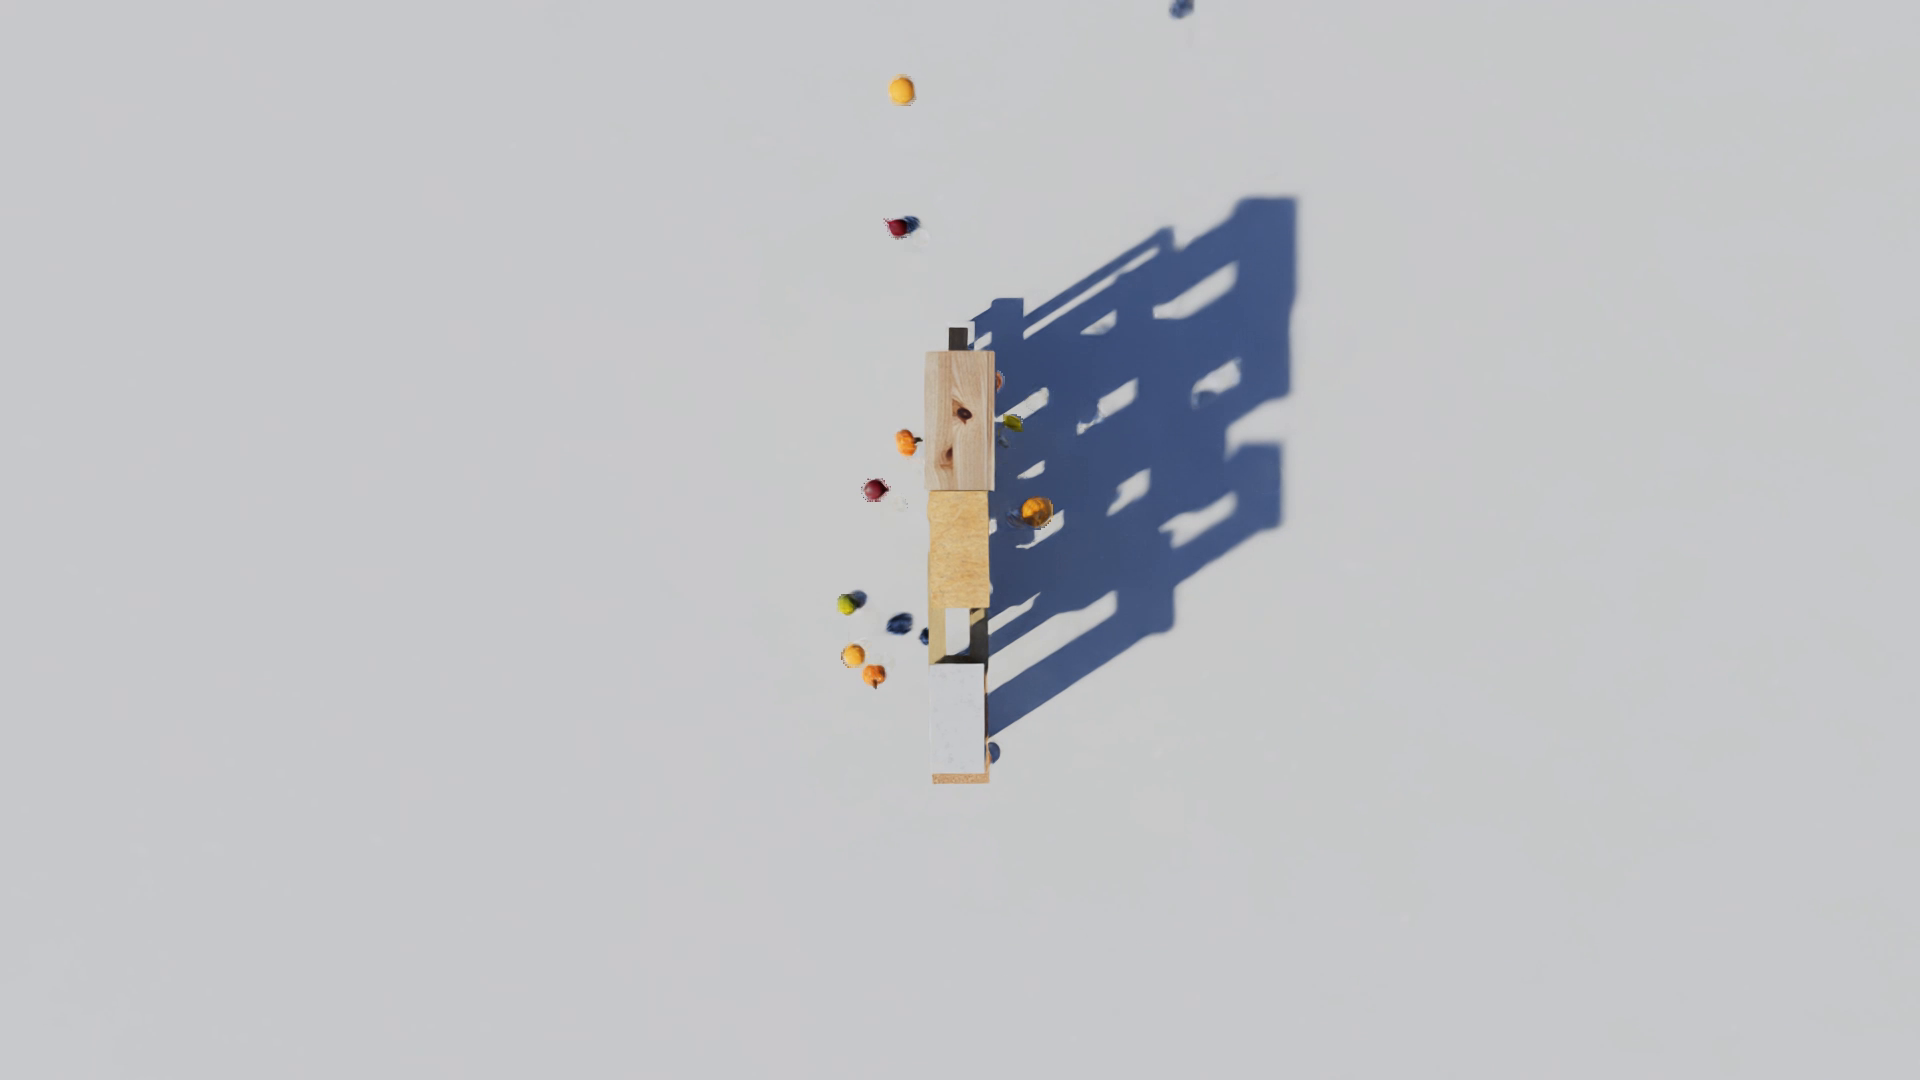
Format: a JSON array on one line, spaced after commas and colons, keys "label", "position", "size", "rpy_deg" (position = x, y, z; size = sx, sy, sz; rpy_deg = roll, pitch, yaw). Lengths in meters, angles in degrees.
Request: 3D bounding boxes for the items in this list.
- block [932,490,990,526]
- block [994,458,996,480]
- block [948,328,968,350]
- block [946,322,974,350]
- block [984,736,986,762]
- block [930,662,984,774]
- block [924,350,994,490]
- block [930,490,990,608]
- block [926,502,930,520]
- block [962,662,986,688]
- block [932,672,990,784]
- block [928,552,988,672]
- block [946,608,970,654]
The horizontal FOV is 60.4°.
[{"label": "block", "position": [0.001, -0.135, 4.675], "size": [0.164, 0.046, 0.328], "rpy_deg": [1, 90, 0]}, {"label": "block", "position": [0.004, -0.183, 4.472], "size": [0.180, 0.359, 0.051], "rpy_deg": [-3, 90, 0]}, {"label": "block", "position": [-0.005, -0.546, 4.662], "size": [0.054, 0.015, 0.109], "rpy_deg": [1, 90, 0]}, {"label": "block", "position": [0.003, -0.613, 5.310], "size": [0.089, 0.025, 0.177], "rpy_deg": [0, 90, 0]}, {"label": "block", "position": [-0.003, 0.553, 4.518], "size": [0.142, 0.420, 0.040], "rpy_deg": [1, 91, 0]}, {"label": "block", "position": [-0.008, 0.463, 4.287], "size": [0.142, 0.040, 0.284], "rpy_deg": [-1, 90, 0]}, {"label": "block", "position": [-0.001, -0.307, 4.267], "size": [0.180, 0.051, 0.359], "rpy_deg": [0, 90, 0]}, {"label": "block", "position": [-0.002, 0.025, 4.268], "size": [0.151, 0.043, 0.301], "rpy_deg": [-1, 90, 0]}, {"label": "block", "position": [-0.010, -0.078, 4.470], "size": [0.151, 0.362, 0.043], "rpy_deg": [-2, 89, 0]}, {"label": "block", "position": [-0.005, 0.366, 4.450], "size": [0.142, 0.284, 0.040], "rpy_deg": [-1, 91, 0]}, {"label": "block", "position": [-0.001, 0.535, 4.751], "size": [0.164, 0.047, 0.329], "rpy_deg": [-1, 90, 0]}, {"label": "block", "position": [-0.006, 0.200, 4.615], "size": [0.167, 0.047, 0.334], "rpy_deg": [0, 90, 0]}, {"label": "block", "position": [-0.006, 0.245, 4.455], "size": [0.064, 0.018, 0.128], "rpy_deg": [-1, 90, 0]}]
